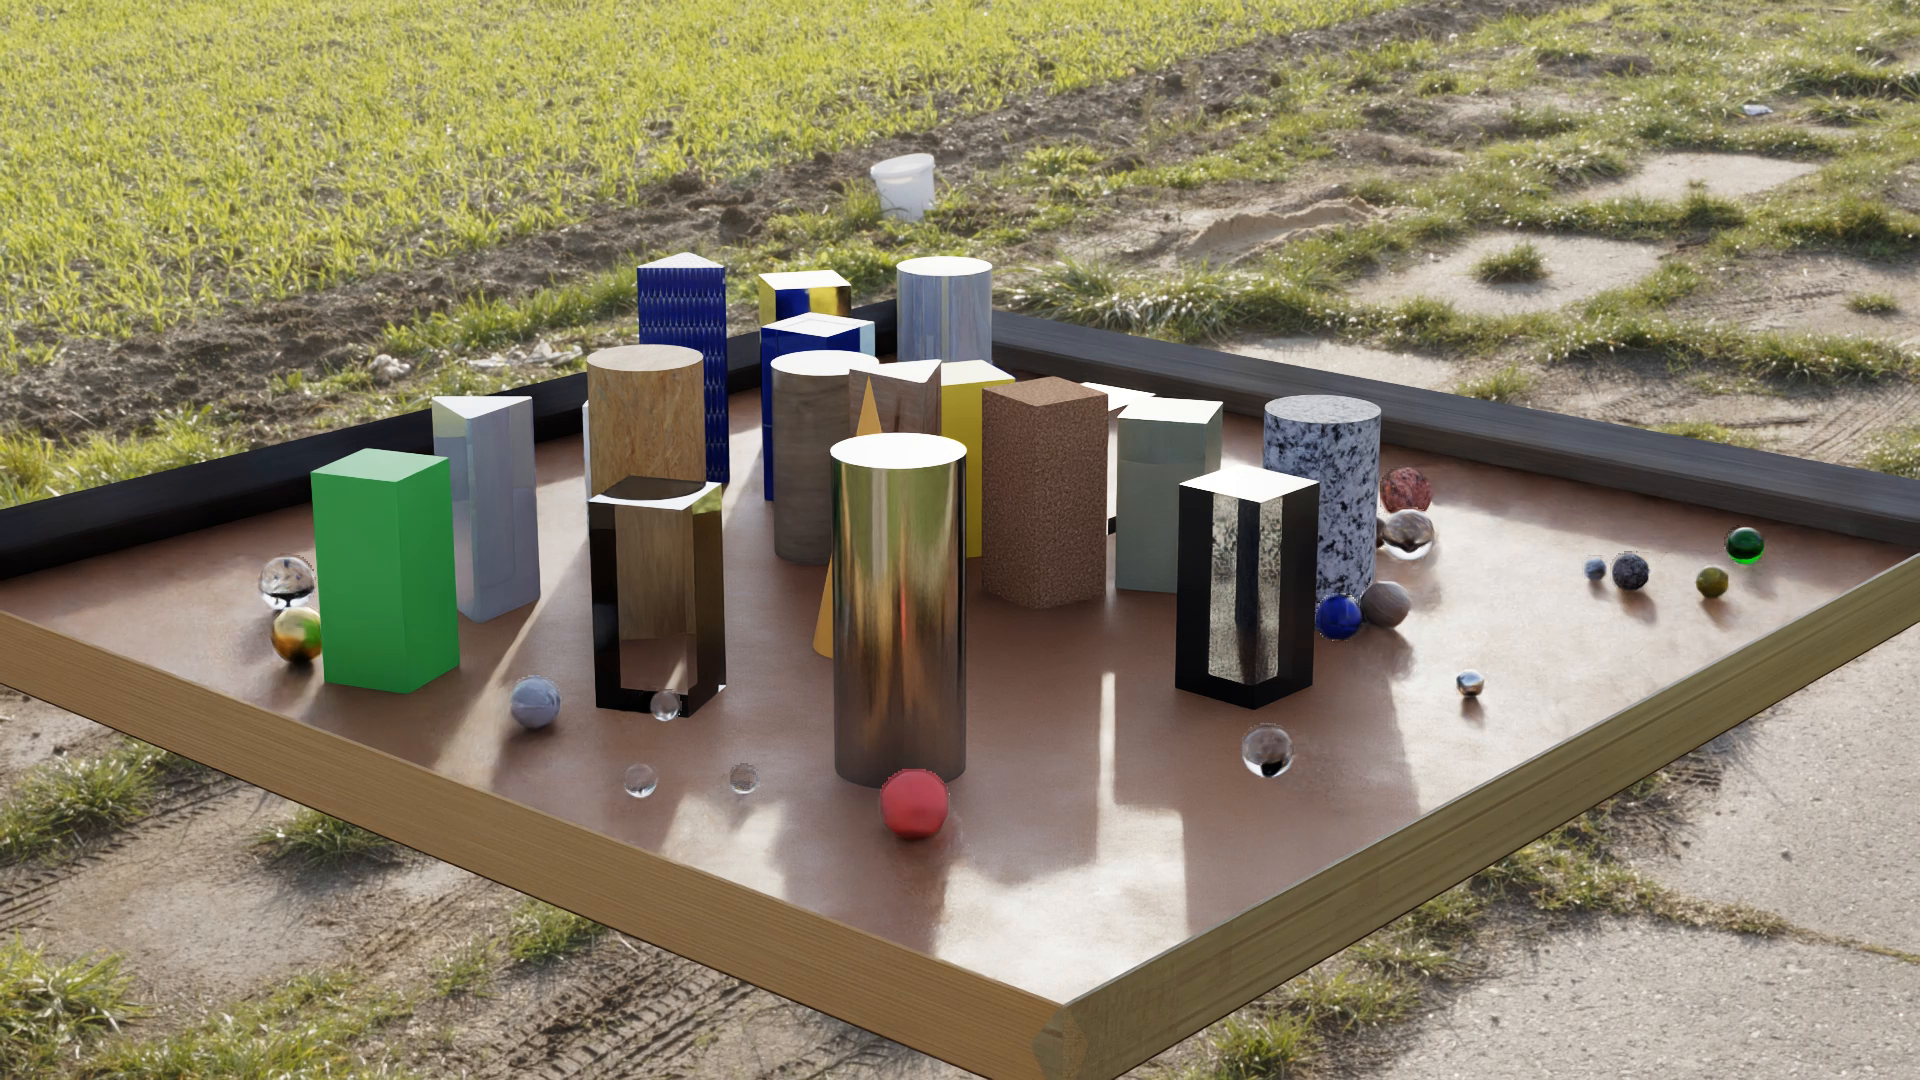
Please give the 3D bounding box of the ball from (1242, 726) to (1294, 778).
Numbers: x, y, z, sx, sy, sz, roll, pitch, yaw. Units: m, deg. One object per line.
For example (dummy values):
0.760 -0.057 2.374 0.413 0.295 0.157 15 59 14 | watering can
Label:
0.451 0.310 4.290 0.076 0.076 0.076 0 17 0 | ball

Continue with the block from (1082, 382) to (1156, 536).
0.259 -0.155 5.546 0.156 0.241 0.156 12 21 35 | block

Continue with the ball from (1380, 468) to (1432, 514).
0.849 -0.088 5.571 0.097 0.097 0.097 0 17 0 | ball

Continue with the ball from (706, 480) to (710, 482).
-0.502 -0.088 5.627 0.066 0.066 0.066 0 17 0 | ball

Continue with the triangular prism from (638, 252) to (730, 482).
-0.544 -0.343 5.834 0.169 0.435 0.146 0 17 0 | triangular prism

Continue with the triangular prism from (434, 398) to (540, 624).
-0.838 -0.062 5.032 0.146 0.359 0.169 10 19 29 | triangular prism

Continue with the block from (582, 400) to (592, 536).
-0.613 -0.148 5.508 0.156 0.249 0.156 1 17 4 | block

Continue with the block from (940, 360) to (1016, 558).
-0.002 -0.147 5.369 0.156 0.327 0.156 -7 18 -22 | block

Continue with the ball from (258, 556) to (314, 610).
-1.157 0.075 5.038 0.094 0.094 0.094 0 17 0 | ball

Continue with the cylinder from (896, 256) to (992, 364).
-0.032 -0.378 6.043 0.195 0.380 0.195 0 17 0 | cylinder

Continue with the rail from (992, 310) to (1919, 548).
0.878 -0.260 6.089 2.674 0.127 0.045 14 22 39 | rail

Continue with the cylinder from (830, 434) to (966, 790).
-0.088 0.103 4.271 0.195 0.483 0.195 0 17 0 | cylinder

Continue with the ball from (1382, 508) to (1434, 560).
0.813 -0.010 5.317 0.094 0.094 0.094 0 17 0 | ball

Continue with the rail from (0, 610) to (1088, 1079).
-0.878 0.324 4.151 2.674 0.127 0.045 14 22 39 | rail

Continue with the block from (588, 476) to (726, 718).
-0.471 0.087 4.581 0.156 0.335 0.156 5 18 17 | block

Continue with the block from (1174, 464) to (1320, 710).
0.452 0.072 4.625 0.156 0.337 0.156 15 22 40 | block

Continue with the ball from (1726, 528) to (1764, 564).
1.419 0.010 5.299 0.067 0.067 0.067 0 17 0 | ball

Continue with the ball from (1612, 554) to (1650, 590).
1.178 0.056 5.150 0.064 0.064 0.064 0 17 0 | ball

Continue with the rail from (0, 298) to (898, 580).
-0.992 -0.217 5.944 0.045 0.127 2.727 14 22 39 | rail

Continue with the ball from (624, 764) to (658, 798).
-0.460 0.346 4.218 0.049 0.049 0.049 0 17 0 | ball

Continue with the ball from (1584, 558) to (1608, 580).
1.129 0.051 5.208 0.041 0.041 0.041 0 17 0 | ball

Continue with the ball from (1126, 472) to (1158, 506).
0.349 -0.098 5.635 0.063 0.063 0.063 0 17 0 | ball

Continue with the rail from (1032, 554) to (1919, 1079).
0.992 0.280 4.296 0.045 0.127 2.727 14 22 39 | rail

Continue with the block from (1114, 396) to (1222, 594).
0.369 -0.079 5.174 0.156 0.310 0.156 5 17 15 | block

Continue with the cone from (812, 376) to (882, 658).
-0.148 -0.048 4.810 0.195 0.460 0.195 0 17 0 | cone

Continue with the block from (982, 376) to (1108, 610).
0.147 -0.083 5.096 0.156 0.362 0.156 -12 20 -33 | block

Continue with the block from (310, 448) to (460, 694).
-0.916 0.048 4.686 0.156 0.349 0.156 7 18 21 | block

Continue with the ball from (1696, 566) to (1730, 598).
1.311 0.072 5.109 0.057 0.057 0.057 0 17 0 | ball

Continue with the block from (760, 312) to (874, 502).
-0.273 -0.249 5.680 0.156 0.344 0.156 11 20 32 | block

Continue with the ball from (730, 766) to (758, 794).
-0.311 0.346 4.230 0.040 0.040 0.040 0 17 0 | ball

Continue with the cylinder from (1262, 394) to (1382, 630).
0.610 -0.048 4.984 0.195 0.360 0.195 0 17 0 | cylinder

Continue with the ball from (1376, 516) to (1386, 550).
0.758 -0.014 5.385 0.063 0.063 0.063 0 17 0 | ball

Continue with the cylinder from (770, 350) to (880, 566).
-0.243 -0.151 5.338 0.195 0.353 0.195 0 17 0 | cylinder

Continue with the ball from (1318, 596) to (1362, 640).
0.633 0.130 4.891 0.073 0.073 0.073 0 17 0 | ball

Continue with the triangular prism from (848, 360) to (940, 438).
-0.082 -0.116 5.164 0.169 0.386 0.146 13 21 38 | triangular prism

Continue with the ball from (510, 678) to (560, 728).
-0.651 0.250 4.485 0.078 0.078 0.078 0 17 0 | ball

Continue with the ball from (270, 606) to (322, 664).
-1.075 0.154 4.775 0.093 0.093 0.093 0 17 0 | ball

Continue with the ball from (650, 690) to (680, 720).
-0.455 0.255 4.515 0.047 0.047 0.047 0 17 0 | ball

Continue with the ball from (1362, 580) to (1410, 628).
0.719 0.109 4.944 0.081 0.081 0.081 0 17 0 | ball

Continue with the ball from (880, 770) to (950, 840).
-0.063 0.368 4.065 0.095 0.095 0.095 0 17 0 | ball

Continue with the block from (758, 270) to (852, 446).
-0.316 -0.356 6.003 0.156 0.361 0.156 -5 17 -15 | block

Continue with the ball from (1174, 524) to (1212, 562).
0.423 0.006 5.308 0.069 0.069 0.069 0 17 0 | ball

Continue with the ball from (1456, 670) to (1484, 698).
0.804 0.226 4.620 0.045 0.045 0.045 0 17 0 | ball

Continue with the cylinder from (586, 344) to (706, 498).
-0.528 -0.092 4.981 0.195 0.446 0.195 0 17 0 | cylinder
